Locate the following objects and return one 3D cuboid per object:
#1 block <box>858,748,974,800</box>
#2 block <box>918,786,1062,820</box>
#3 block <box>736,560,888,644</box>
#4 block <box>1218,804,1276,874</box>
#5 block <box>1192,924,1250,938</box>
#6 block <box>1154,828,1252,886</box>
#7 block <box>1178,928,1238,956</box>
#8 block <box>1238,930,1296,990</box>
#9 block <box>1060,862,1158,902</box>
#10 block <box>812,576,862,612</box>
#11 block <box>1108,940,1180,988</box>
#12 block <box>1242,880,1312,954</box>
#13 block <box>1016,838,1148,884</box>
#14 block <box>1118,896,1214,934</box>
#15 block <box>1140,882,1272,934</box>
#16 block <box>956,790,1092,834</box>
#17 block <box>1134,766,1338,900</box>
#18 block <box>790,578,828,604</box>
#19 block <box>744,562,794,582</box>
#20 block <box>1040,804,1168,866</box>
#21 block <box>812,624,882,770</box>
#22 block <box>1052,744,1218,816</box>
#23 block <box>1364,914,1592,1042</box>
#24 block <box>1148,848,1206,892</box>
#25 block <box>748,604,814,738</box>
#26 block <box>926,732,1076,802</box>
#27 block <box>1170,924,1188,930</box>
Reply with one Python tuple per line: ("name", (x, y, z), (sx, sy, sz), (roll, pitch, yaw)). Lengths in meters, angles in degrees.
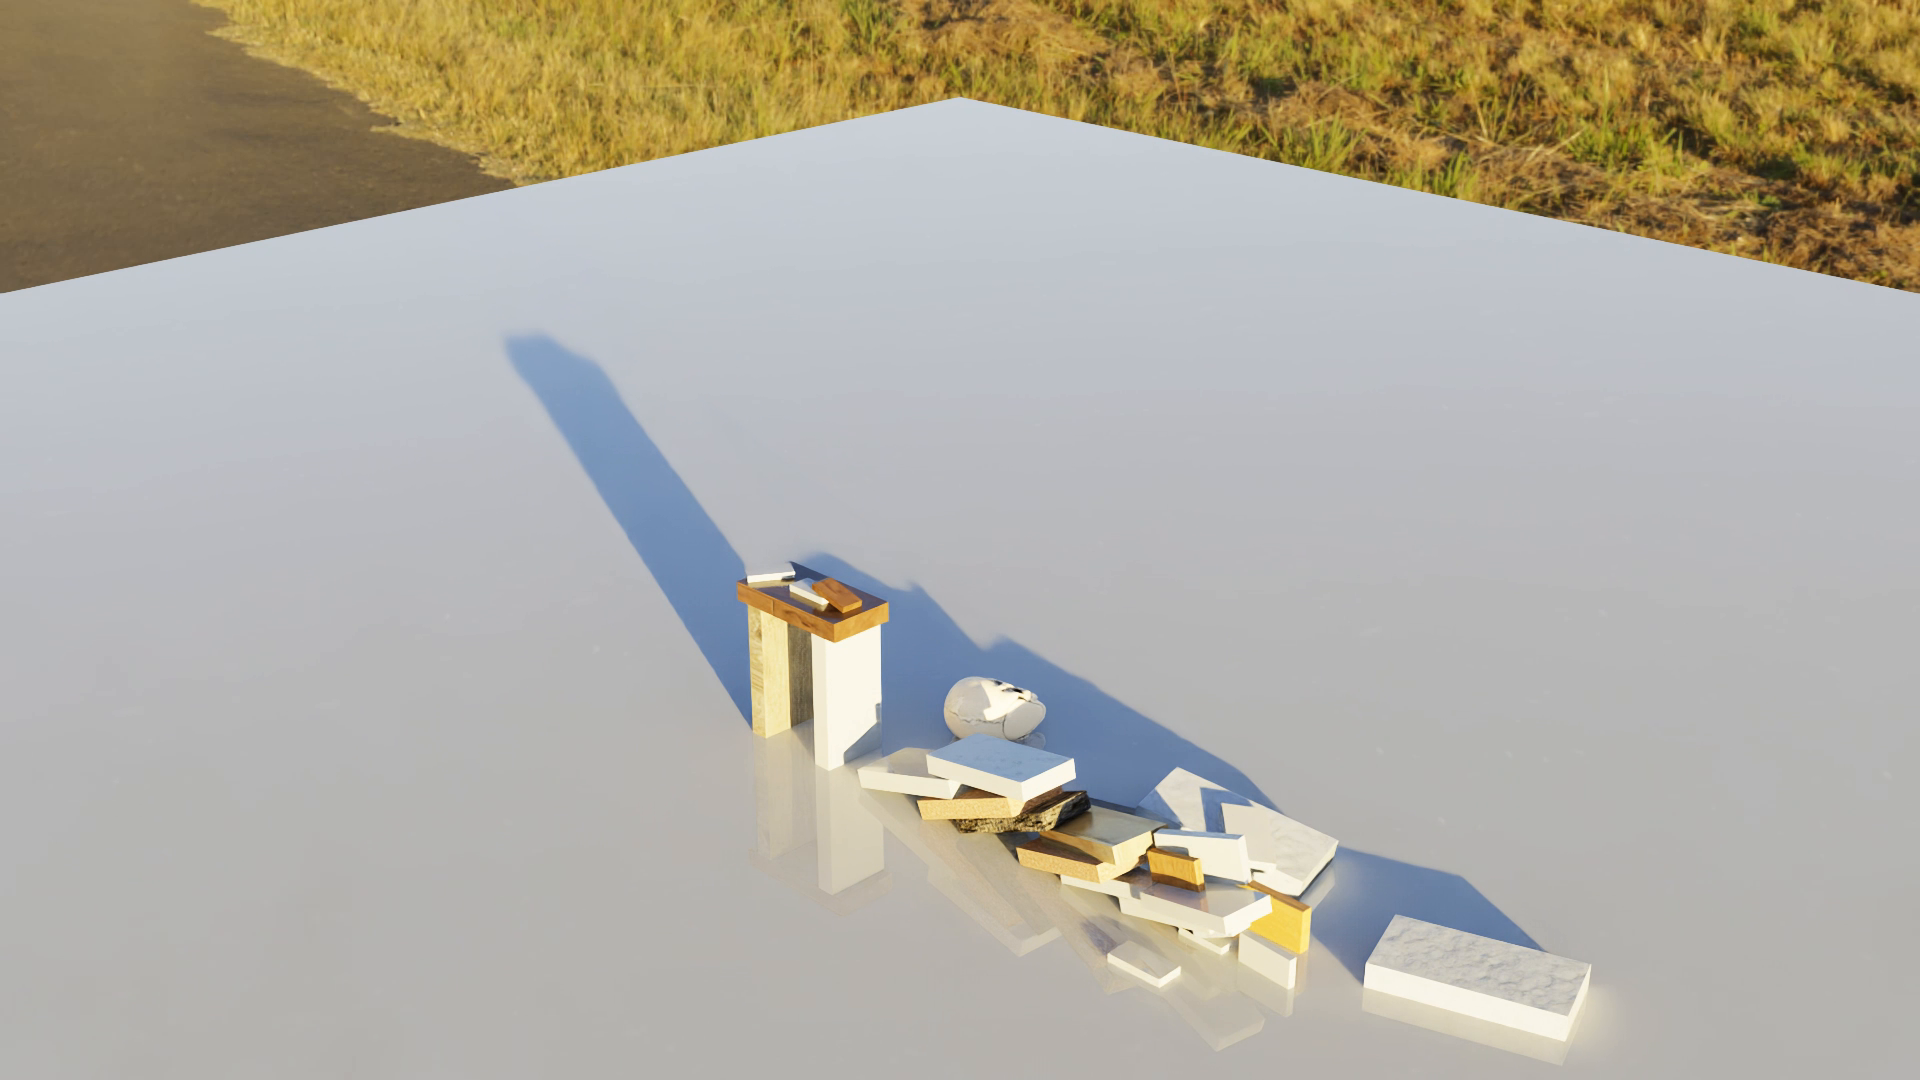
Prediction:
("block", (-0.064, 0.475, 4.491), (0.139, 0.040, 0.279), (-21, 14, -41))
("block", (0.058, 0.510, 4.368), (0.139, 0.040, 0.279), (-20, 7, -39))
("block", (-0.311, 0.128, 4.622), (0.305, 0.043, 0.153), (21, 31, 40))
("block", (0.548, 0.569, 4.198), (0.089, 0.025, 0.177), (8, 28, -4))
("block", (0.474, 0.705, 3.988), (0.050, 0.014, 0.100), (-20, 3, -38))
("block", (0.443, 0.579, 4.019), (0.177, 0.089, 0.025), (-1, 15, 37))
("block", (0.456, 0.725, 4.033), (0.050, 0.014, 0.100), (-21, 31, -40))
("block", (0.548, 0.747, 3.923), (0.017, 0.060, 0.120), (-18, 29, -37))
("block", (0.310, 0.632, 4.163), (0.113, 0.032, 0.226), (-21, 17, -40))
("block", (-0.255, 0.113, 4.556), (0.050, 0.014, 0.101), (-20, 43, -40))
("block", (0.330, 0.760, 3.947), (0.120, 0.017, 0.060), (21, 31, 40))
("block", (0.563, 0.683, 4.038), (0.025, 0.089, 0.177), (-21, 31, -41))
("block", (0.236, 0.598, 4.197), (0.128, 0.036, 0.256), (-19, 11, -32))
("block", (0.414, 0.672, 4.059), (0.113, 0.032, 0.226), (-20, 16, -38))
("block", (0.442, 0.653, 3.969), (0.113, 0.032, 0.226), (-19, 15, -33))
("block", (0.122, 0.535, 4.324), (0.128, 0.036, 0.256), (-21, 7, -40))
("block", (0.535, 0.569, 4.274), (0.355, 0.050, 0.177), (23, 31, 23))
("block", (-0.304, 0.107, 4.599), (0.101, 0.014, 0.050), (21, 31, 40))
("block", (-0.406, 0.069, 4.688), (0.101, 0.014, 0.050), (-6, 24, -13))
("block", (0.272, 0.558, 4.167), (0.128, 0.036, 0.256), (-18, 11, -28))
("block", (-0.237, 0.317, 4.622), (0.043, 0.305, 0.153), (21, 31, 41))
("block", (0.328, 0.514, 4.484), (0.355, 0.050, 0.177), (11, 25, 24))
("block", (0.913, 0.769, 3.884), (0.355, 0.050, 0.177), (11, 25, 25))
("block", (0.395, 0.603, 4.018), (0.017, 0.060, 0.120), (-20, 15, -37))
("block", (-0.381, 0.261, 4.755), (0.153, 0.305, 0.043), (-21, 31, -41))
("block", (0.079, 0.445, 4.325), (0.140, 0.040, 0.279), (-20, 20, -38))
("block", (0.405, 0.697, 4.075), (0.100, 0.014, 0.050), (6, 21, 44))
